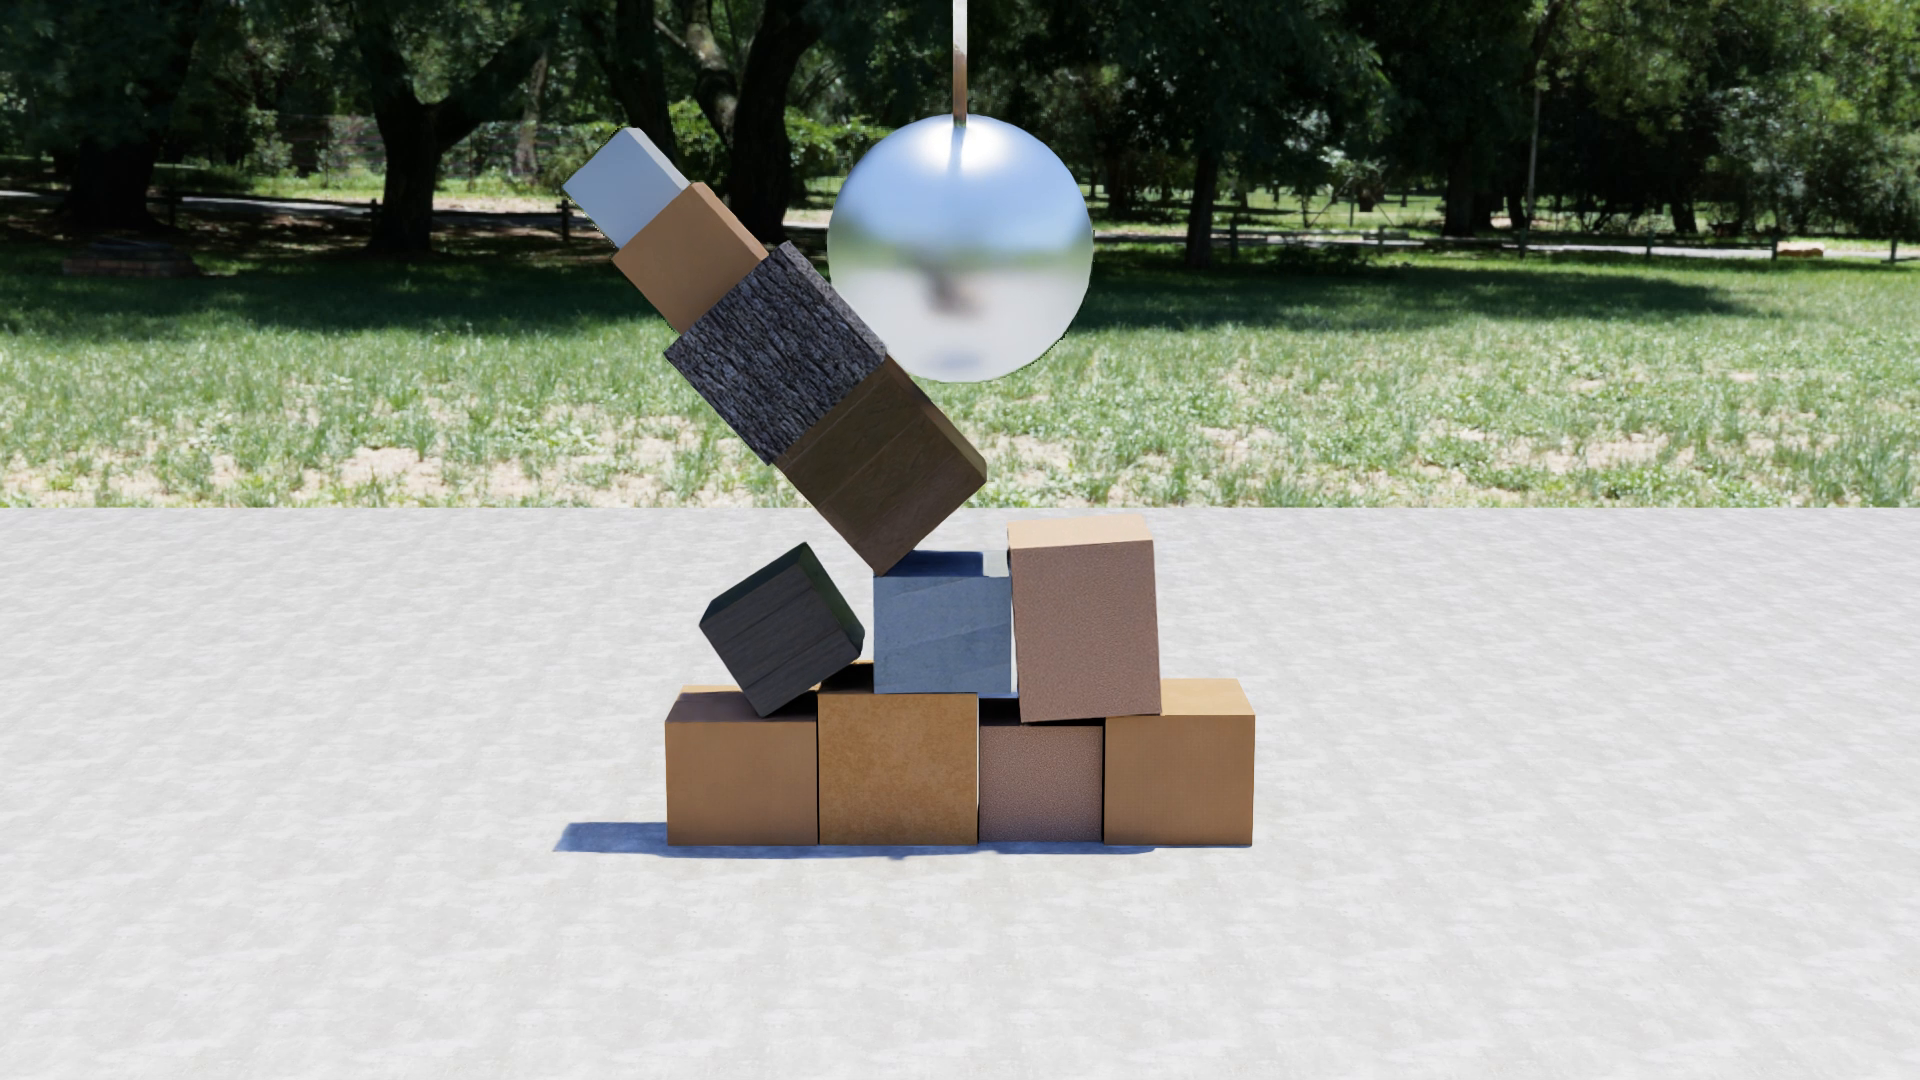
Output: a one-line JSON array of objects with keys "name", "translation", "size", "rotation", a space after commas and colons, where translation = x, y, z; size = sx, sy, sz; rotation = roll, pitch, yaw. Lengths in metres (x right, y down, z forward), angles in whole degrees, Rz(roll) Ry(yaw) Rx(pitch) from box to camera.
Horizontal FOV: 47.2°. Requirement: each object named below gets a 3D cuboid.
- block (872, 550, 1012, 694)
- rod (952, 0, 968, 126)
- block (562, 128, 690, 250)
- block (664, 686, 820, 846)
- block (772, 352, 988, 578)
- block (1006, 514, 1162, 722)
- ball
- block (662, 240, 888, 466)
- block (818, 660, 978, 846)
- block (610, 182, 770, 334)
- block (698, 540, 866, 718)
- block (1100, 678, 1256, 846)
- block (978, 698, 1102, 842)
[{"name": "block", "translation": [-0.086, 0.410, 11.259], "size": [0.686, 0.594, 0.720], "rotation": [0, 10, 0]}, {"name": "rod", "translation": [0.000, -4.601, 11.355], "size": [0.080, 5.200, 0.080], "rotation": [0, 33, 0]}, {"name": "block", "translation": [-1.632, -1.742, 10.871], "size": [0.420, 0.412, 0.478], "rotation": [-42, 8, 7]}, {"name": "block", "translation": [-1.097, 1.158, 11.406], "size": [0.757, 0.642, 0.762], "rotation": [0, 10, 0]}, {"name": "block", "translation": [-0.390, -0.398, 11.098], "size": [0.716, 0.775, 0.728], "rotation": [-42, 8, 7]}, {"name": "block", "translation": [0.626, 0.383, 11.236], "size": [0.703, 0.879, 0.777], "rotation": [-4, 10, 1]}, {"name": "ball", "translation": [0.000, -1.743, 13.196], "size": [1.600, 1.600, 1.600], "rotation": [0, 10, 0]}, {"name": "block", "translation": [-0.907, -0.948, 11.000], "size": [0.767, 0.747, 0.736], "rotation": [-42, 8, 7]}, {"name": "block", "translation": [-0.310, 1.089, 11.384], "size": [0.795, 0.784, 0.733], "rotation": [0, 10, 0]}, {"name": "block", "translation": [-1.325, -1.402, 10.900], "size": [0.534, 0.503, 0.512], "rotation": [-42, 8, 8]}, {"name": "block", "translation": [-0.900, 0.450, 11.260], "size": [0.596, 0.571, 0.593], "rotation": [-32, 9, 5]}, {"name": "block", "translation": [1.102, 1.139, 11.403], "size": [0.748, 0.680, 0.755], "rotation": [0, 10, 0]}, {"name": "block", "translation": [0.407, 1.182, 11.382], "size": [0.620, 0.602, 0.572], "rotation": [0, 10, 0]}]
